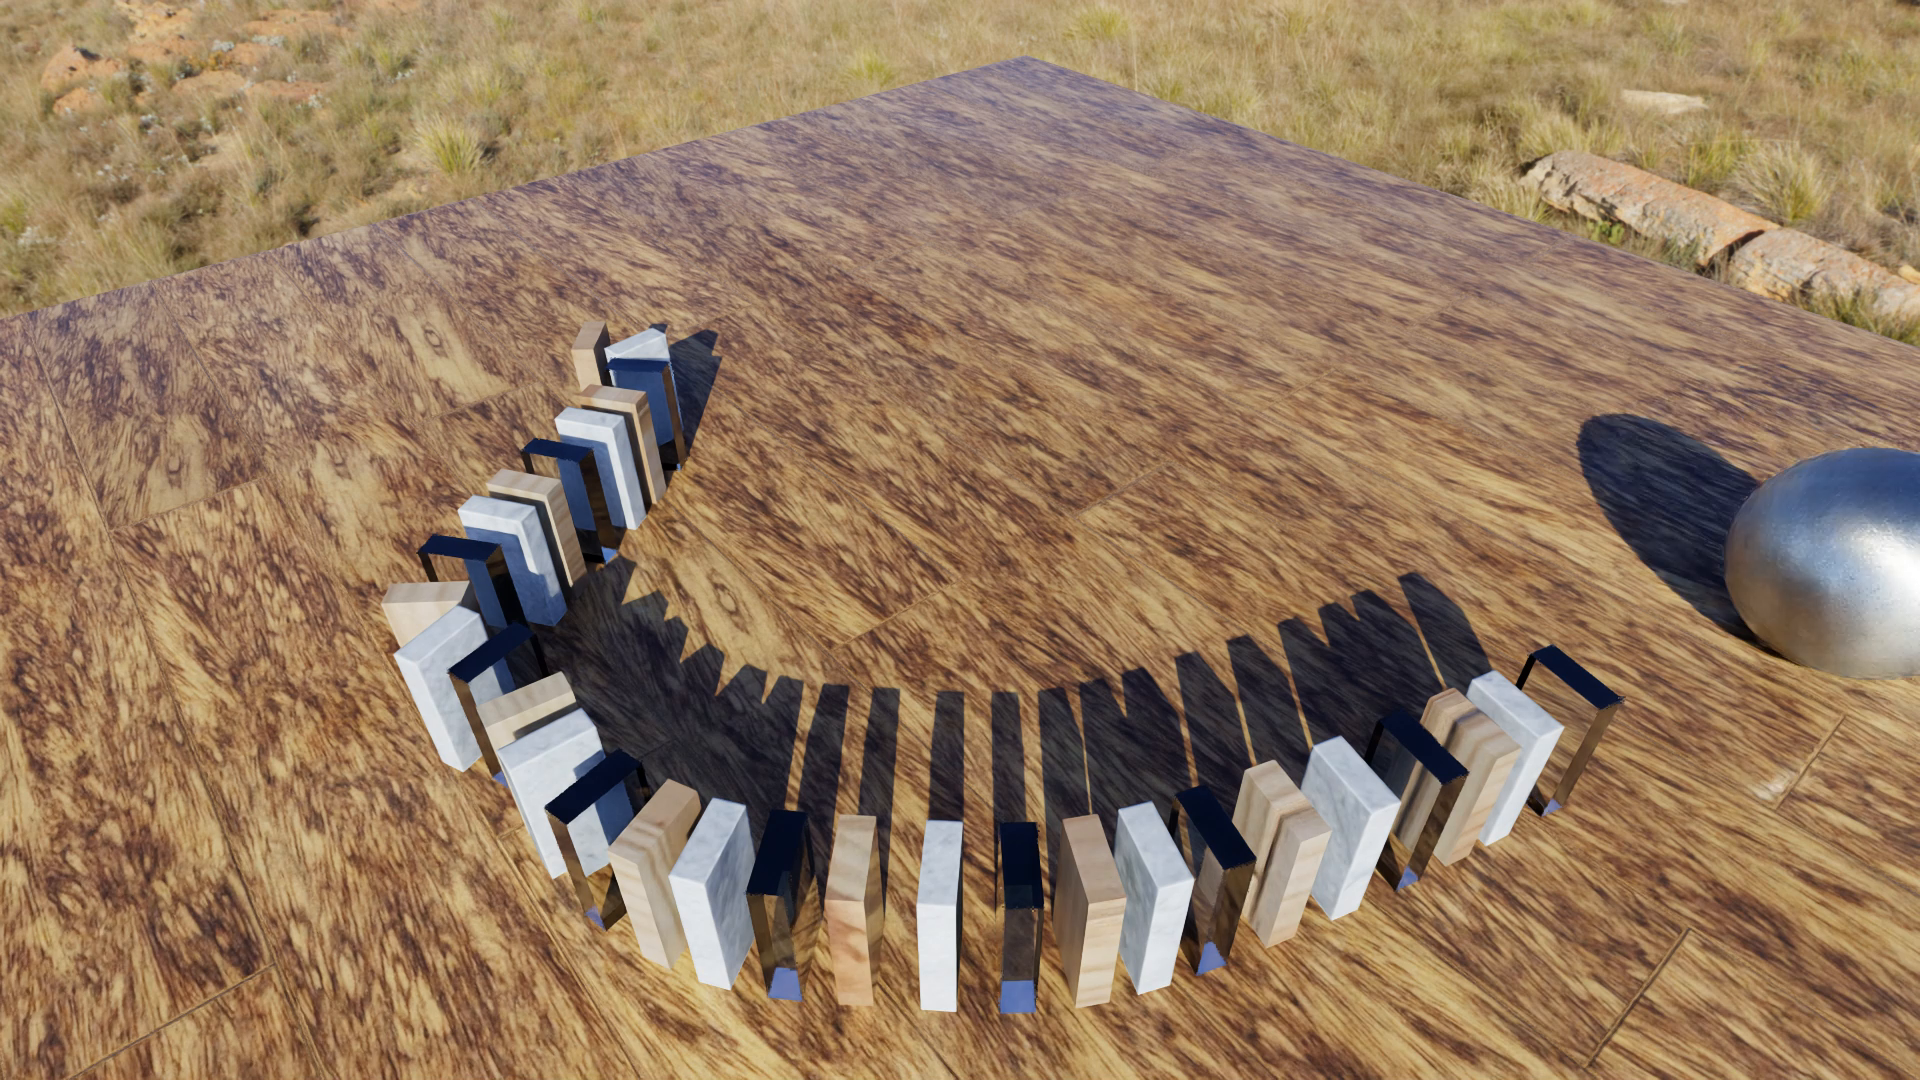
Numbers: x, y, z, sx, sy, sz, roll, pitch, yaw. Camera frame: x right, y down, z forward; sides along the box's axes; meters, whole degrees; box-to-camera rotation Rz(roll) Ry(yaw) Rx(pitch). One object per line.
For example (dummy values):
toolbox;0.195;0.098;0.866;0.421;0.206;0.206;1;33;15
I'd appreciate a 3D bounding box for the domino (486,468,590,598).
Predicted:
domino;-0.158;-0.002;0.414;0.025;0.050;0.009;11;41;13

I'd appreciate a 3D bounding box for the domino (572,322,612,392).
domino;-0.163;-0.070;0.497;0.010;0.050;0.025;-1;39;-1

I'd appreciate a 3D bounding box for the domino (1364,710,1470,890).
domino;0.127;0.076;0.319;0.009;0.050;0.025;-17;42;-19

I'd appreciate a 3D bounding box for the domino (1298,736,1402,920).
domino;0.106;0.082;0.311;0.010;0.050;0.025;-15;42;-18

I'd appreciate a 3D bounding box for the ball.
ball;0.311;0.008;0.378;0.080;0.080;0.080;0;39;0

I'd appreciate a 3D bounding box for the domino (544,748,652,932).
domino;-0.097;0.085;0.308;0.009;0.050;0.025;25;46;28

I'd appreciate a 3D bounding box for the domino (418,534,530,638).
domino;-0.168;0.022;0.385;0.025;0.050;0.010;8;40;10

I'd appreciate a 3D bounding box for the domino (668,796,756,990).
domino;-0.064;0.095;0.295;0.009;0.050;0.025;10;40;12

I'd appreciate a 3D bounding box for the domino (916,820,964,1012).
domino;-0.005;0.100;0.290;0.009;0.050;0.025;3;39;3

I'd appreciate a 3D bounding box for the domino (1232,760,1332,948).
domino;0.086;0.087;0.305;0.010;0.050;0.025;-15;42;-17

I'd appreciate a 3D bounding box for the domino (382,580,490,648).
domino;-0.171;0.036;0.368;0.025;0.050;0.010;-2;39;-2

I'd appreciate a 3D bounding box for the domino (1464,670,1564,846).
domino;0.160;0.066;0.331;0.009;0.050;0.025;-17;42;-20

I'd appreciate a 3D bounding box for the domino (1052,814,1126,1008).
domino;0.033;0.099;0.291;0.009;0.050;0.025;-7;40;-8

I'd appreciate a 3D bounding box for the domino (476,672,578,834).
domino;-0.125;0.065;0.332;0.025;0.050;0.010;-23;45;-26

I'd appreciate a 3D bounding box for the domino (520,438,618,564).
domino;-0.152;-0.015;0.429;0.025;0.050;0.009;11;41;13

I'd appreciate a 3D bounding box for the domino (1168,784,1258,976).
domino;0.065;0.093;0.298;0.009;0.050;0.025;-13;41;-16

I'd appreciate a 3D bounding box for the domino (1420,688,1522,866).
domino;0.145;0.071;0.325;0.009;0.050;0.025;-17;42;-20

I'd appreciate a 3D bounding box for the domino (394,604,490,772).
domino;-0.160;0.048;0.353;0.010;0.050;0.025;18;43;21

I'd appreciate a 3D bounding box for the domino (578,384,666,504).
domino;-0.140;-0.040;0.460;0.025;0.050;0.009;9;40;11

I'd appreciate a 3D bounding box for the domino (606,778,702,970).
domino;-0.079;0.092;0.300;0.009;0.050;0.025;17;42;20

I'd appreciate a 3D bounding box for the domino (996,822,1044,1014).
domino;0.015;0.100;0.289;0.010;0.050;0.025;-1;39;-1

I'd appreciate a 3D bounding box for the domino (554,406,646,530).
domino;-0.145;-0.029;0.446;0.025;0.050;0.010;10;40;12

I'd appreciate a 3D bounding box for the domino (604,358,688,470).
domino;-0.136;-0.054;0.477;0.025;0.050;0.010;4;39;5

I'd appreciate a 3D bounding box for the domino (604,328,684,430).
domino;-0.141;-0.067;0.493;0.010;0.050;0.025;30;48;31

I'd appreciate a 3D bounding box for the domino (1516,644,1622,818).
domino;0.181;0.059;0.339;0.009;0.050;0.025;-17;42;-20

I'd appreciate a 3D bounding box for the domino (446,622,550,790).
domino;-0.141;0.053;0.347;0.009;0.050;0.025;23;44;25

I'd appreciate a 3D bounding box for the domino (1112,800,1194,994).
domino;0.049;0.096;0.294;0.010;0.050;0.025;-11;41;-13

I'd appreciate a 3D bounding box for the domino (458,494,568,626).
domino;-0.163;0.008;0.402;0.025;0.050;0.010;10;40;12

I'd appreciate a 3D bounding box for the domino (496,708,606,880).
domino;-0.115;0.074;0.321;0.025;0.050;0.010;-27;47;-29

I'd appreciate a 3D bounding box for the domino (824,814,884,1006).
domino;-0.027;0.099;0.291;0.009;0.050;0.025;2;39;3

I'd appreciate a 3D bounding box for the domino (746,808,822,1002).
domino;-0.046;0.098;0.292;0.010;0.050;0.025;4;40;5
